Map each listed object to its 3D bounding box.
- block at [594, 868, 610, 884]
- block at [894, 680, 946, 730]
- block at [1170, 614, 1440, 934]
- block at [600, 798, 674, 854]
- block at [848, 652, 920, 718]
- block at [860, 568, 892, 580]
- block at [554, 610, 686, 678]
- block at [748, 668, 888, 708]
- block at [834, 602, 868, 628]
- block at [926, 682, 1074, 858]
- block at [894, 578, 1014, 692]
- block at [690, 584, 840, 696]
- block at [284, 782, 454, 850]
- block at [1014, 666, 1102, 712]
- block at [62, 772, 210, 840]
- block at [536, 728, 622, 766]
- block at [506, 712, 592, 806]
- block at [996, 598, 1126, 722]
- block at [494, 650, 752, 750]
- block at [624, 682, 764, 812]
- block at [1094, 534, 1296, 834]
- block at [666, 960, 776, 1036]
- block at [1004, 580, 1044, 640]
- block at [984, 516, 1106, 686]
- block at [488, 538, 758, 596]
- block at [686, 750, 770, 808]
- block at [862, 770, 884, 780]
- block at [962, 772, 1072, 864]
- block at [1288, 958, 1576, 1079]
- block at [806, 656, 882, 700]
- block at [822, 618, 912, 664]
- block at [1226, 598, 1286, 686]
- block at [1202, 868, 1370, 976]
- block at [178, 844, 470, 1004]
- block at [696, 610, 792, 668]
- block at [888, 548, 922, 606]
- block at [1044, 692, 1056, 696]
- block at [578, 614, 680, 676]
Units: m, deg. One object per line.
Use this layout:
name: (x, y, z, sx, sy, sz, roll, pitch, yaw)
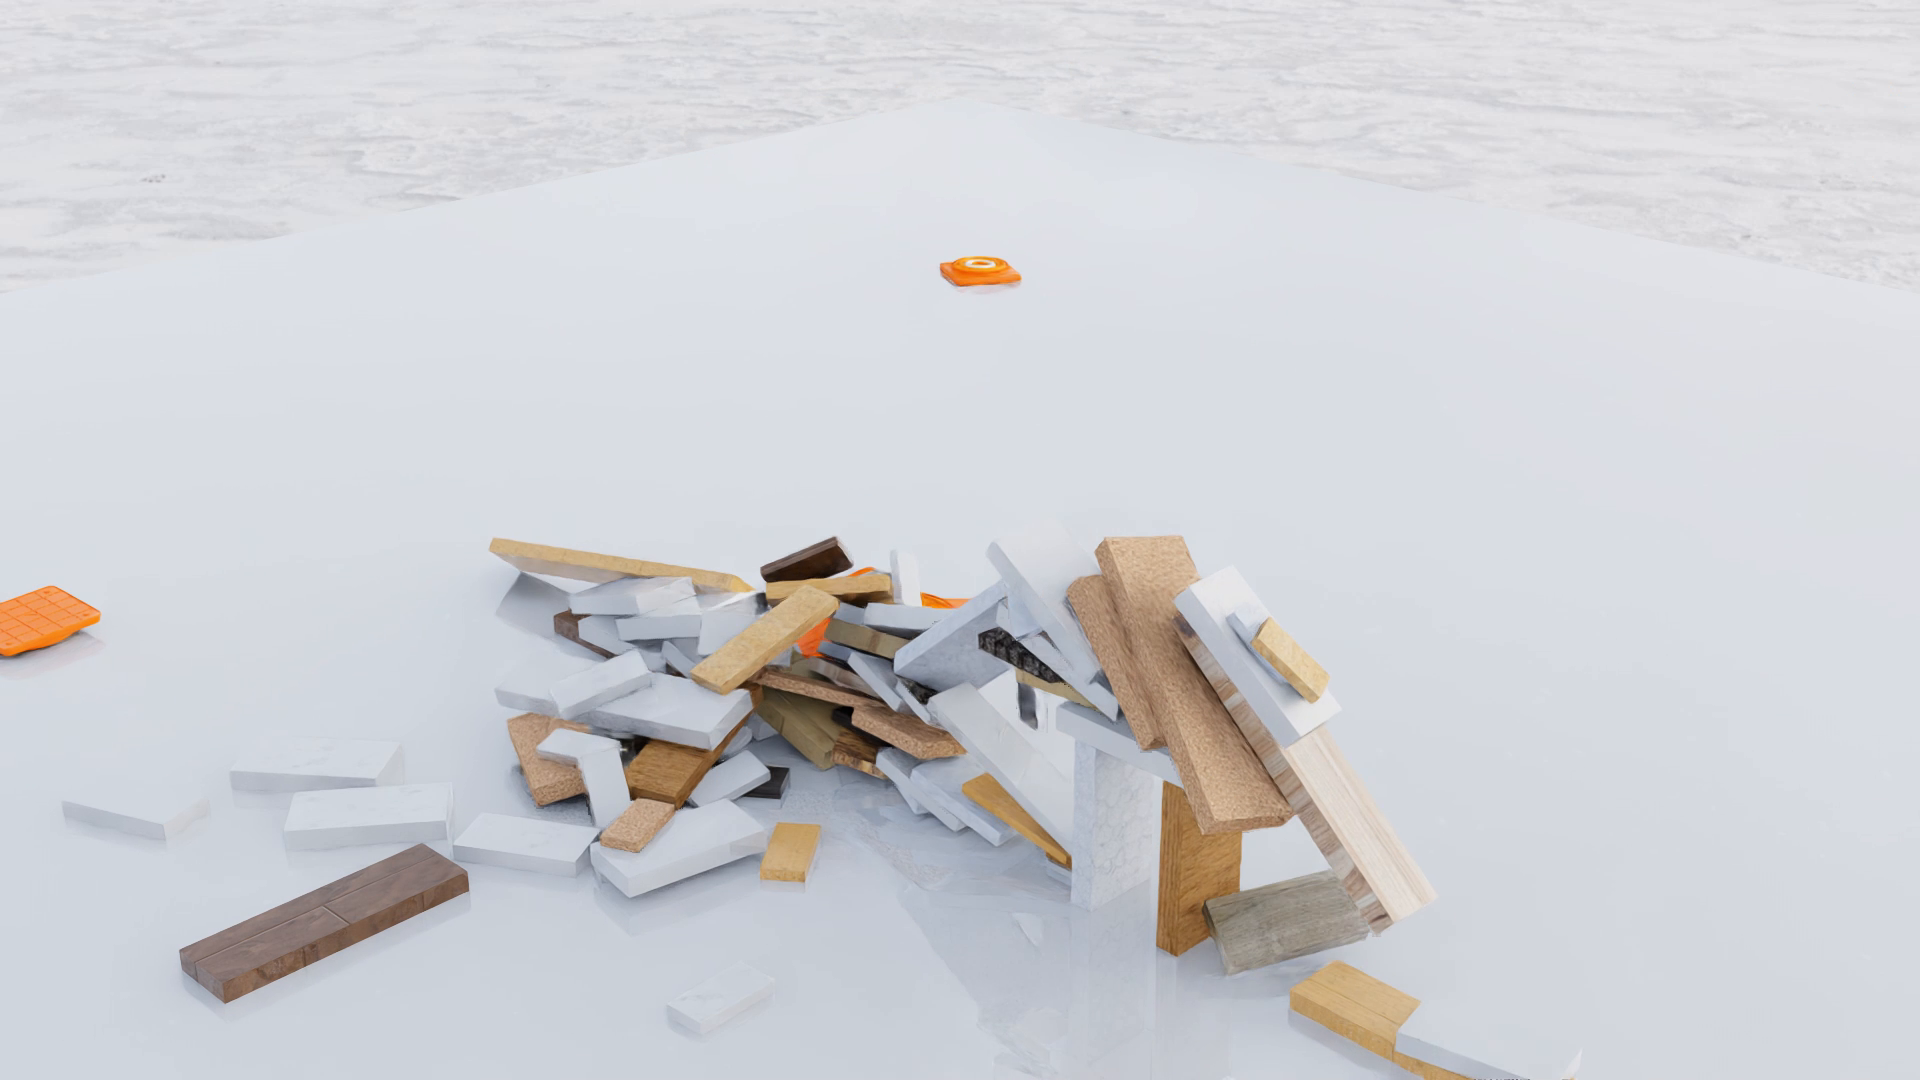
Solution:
block: (-0.625, 0.620, 4.270, 0.166, 0.024, 0.083, -9, 25, -20)
block: (-0.070, 0.339, 4.480, 0.072, 0.020, 0.143, 20, 15, -38)
block: (0.595, 0.378, 3.816, 0.160, 0.045, 0.638, -13, 65, -50)
block: (-0.624, 0.552, 4.261, 0.078, 0.022, 0.157, 9, 25, 19)
block: (-0.143, 0.303, 4.584, 0.100, 0.028, 0.201, 17, 16, -42)
block: (-0.215, 0.112, 4.891, 0.186, 0.026, 0.093, -19, -31, 39)
block: (-0.760, 0.236, 5.148, 0.428, 0.043, 0.153, 21, 31, 40)
block: (-0.319, 0.314, 4.684, 0.362, 0.025, 0.089, 13, 3, 9)
block: (-0.145, 0.216, 4.873, 0.137, 0.039, 0.274, 17, -11, 38)
block: (0.126, 0.458, 4.324, 0.106, 0.030, 0.483, -20, 52, -38)
block: (0.057, 0.191, 4.373, 0.170, 0.405, 0.048, 25, 49, -28)
block: (-0.412, 0.210, 4.659, 0.099, 0.028, 0.342, 21, 47, 40)
block: (-1.181, 0.552, 4.404, 0.311, 0.044, 0.156, -3, 23, -7)
block: (0.217, 0.259, 4.094, 0.212, 0.030, 0.106, 18, 29, 40)
block: (-1.667, 0.537, 4.449, 0.257, 0.036, 0.129, 9, 25, 20)
block: (-0.779, 0.428, 4.497, 0.157, 0.022, 0.078, 8, 32, 26)
block: (-0.837, 0.439, 4.569, 0.152, 0.043, 0.303, -16, 28, -15)
block: (0.239, 0.198, 4.064, 0.167, 0.047, 0.335, -19, 43, -36)
block: (-0.713, 0.334, 4.636, 0.556, 0.044, 0.156, 8, 34, 28)
block: (-0.557, 0.414, 4.566, 0.137, 0.039, 0.372, 11, 38, 22)
block: (0.409, 0.244, 3.875, 0.167, 0.047, 0.577, -2, 56, -29)
block: (-0.417, 0.800, 3.845, 0.088, 0.025, 0.175, 19, 30, 38)
block: (0.121, 0.120, 4.056, 0.060, 0.120, 0.017, -24, -31, 24)
block: (0.204, 0.107, 4.019, 0.160, 0.045, 0.320, -20, 62, -37)
block: (-0.817, 0.079, 5.316, 0.780, 0.036, 0.129, 8, -20, 33)
block: (-0.480, 0.497, 4.501, 0.166, 0.024, 0.083, -27, 44, -28)
block: (-0.096, 0.429, 4.718, 0.088, 0.025, 0.317, 17, 28, 35)
block: (0.129, 0.543, 4.311, 0.072, 0.020, 0.284, -21, 40, -41)
block: (0.855, 0.874, 3.653, 0.134, 0.038, 0.667, -21, 31, -40)
block: (-0.212, 0.303, 4.730, 0.100, 0.028, 0.259, 17, 1, -43)
block: (-0.127, 0.250, 4.742, 0.170, 0.048, 0.339, 31, -11, -40)
block: (0.530, 0.176, 3.812, 0.149, 0.021, 0.075, 51, 36, 7)
block: (0.587, 0.687, 3.973, 0.268, 0.038, 0.134, -12, 55, -13)
block: (-1.165, 0.700, 4.057, 0.152, 0.043, 0.510, 20, 30, 39)
block: (-0.460, 0.213, 4.726, 0.199, 0.099, 0.028, 8, -17, -11)
block: (-0.118, 0.098, 4.821, 0.021, 0.075, 0.149, -23, 57, 26)
block: (0.208, 0.189, 4.474, 0.075, 0.378, 0.021, 7, 47, -3)
block: (-0.720, 0.225, 5.063, 0.307, 0.043, 0.153, 19, 30, 38)
